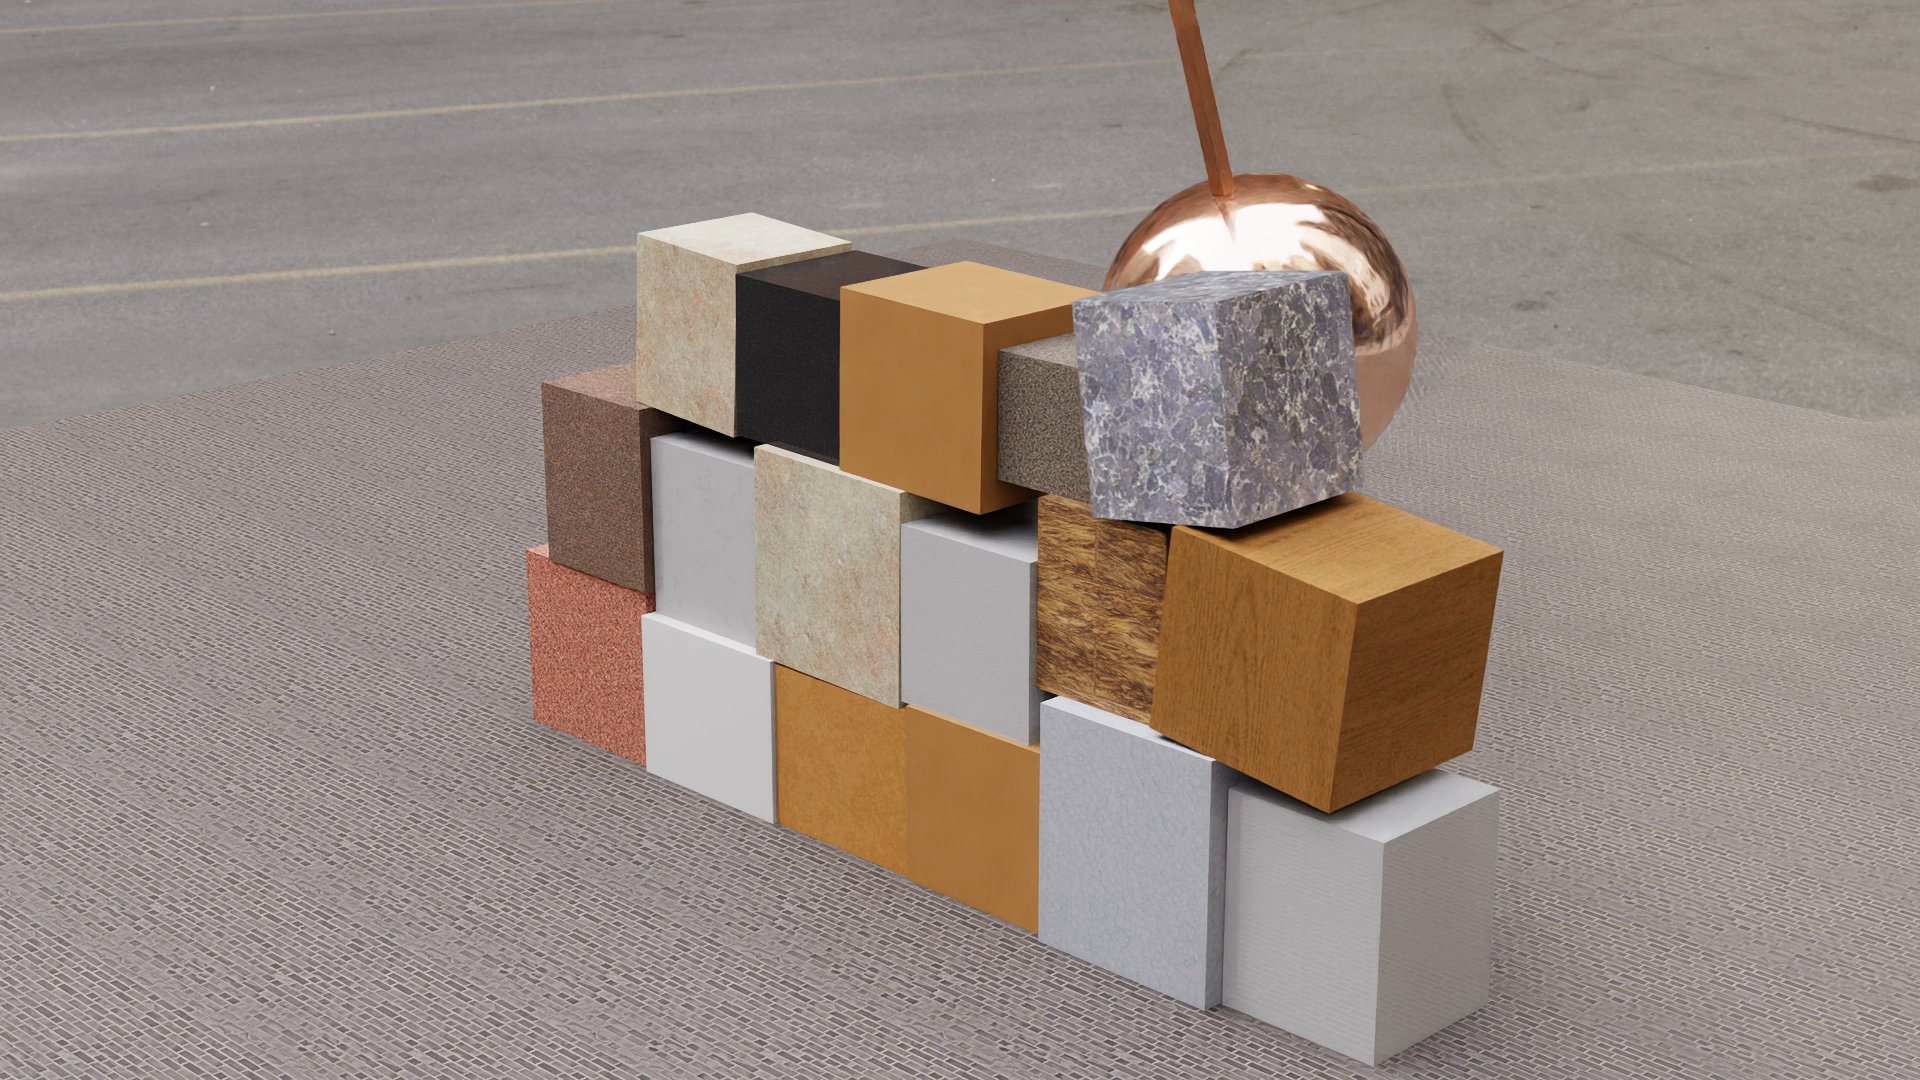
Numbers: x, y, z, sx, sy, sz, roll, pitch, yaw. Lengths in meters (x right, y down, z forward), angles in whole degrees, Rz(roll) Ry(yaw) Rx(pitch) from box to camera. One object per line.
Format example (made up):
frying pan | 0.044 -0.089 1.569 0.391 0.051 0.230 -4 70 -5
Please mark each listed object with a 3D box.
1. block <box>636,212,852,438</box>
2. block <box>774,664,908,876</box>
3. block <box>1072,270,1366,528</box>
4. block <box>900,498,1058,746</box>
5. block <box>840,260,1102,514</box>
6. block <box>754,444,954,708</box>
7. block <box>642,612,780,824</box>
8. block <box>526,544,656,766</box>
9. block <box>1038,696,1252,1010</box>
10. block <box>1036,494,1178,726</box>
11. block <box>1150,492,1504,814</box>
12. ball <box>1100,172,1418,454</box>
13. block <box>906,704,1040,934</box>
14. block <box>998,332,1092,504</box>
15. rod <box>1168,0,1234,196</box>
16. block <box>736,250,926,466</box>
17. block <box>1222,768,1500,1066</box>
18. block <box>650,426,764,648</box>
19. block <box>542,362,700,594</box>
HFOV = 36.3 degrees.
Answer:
block | -1.045 -1.048 14.118 0.724 0.836 0.722 -17 27 -42
block | -0.242 0.973 13.905 0.877 0.806 0.901 -17 24 -42
block | 1.064 -0.597 12.017 0.843 0.900 0.760 -17 15 -43
block | 0.315 0.322 13.100 0.845 0.833 0.791 -17 24 -42
block | 0.059 -0.696 13.058 0.793 0.846 0.890 -17 25 -42
block | -0.298 0.071 13.696 0.900 1.021 0.972 -17 25 -42
block | -0.912 0.769 14.526 0.901 0.822 0.951 -17 24 -42
block | -1.579 0.504 15.182 0.879 0.934 0.968 -17 24 -42
block | 1.044 1.210 12.645 1.037 1.108 0.949 -17 24 -42
block | 0.858 0.222 12.517 0.779 0.855 0.716 -17 24 -42
block | 1.482 0.407 11.914 0.954 0.893 0.941 -17 30 -42
ball | 1.467 -1.022 14.558 1.600 1.600 1.600 0 17 0
block | 0.401 1.138 13.307 0.953 0.848 0.865 -17 24 -42
block | 0.575 -0.536 12.547 0.585 0.573 0.583 -17 24 -42
rod | 0.636 -3.817 12.808 0.080 5.200 0.080 17 44 42
block | -0.508 -0.854 13.631 0.758 0.771 0.746 -17 25 -42
block | 1.644 1.471 12.055 0.777 0.965 0.786 -17 24 -42
block | -0.935 -0.067 14.326 0.797 0.893 0.798 -17 24 -42
block | -1.506 -0.357 14.814 0.885 0.931 0.771 -17 24 -42
